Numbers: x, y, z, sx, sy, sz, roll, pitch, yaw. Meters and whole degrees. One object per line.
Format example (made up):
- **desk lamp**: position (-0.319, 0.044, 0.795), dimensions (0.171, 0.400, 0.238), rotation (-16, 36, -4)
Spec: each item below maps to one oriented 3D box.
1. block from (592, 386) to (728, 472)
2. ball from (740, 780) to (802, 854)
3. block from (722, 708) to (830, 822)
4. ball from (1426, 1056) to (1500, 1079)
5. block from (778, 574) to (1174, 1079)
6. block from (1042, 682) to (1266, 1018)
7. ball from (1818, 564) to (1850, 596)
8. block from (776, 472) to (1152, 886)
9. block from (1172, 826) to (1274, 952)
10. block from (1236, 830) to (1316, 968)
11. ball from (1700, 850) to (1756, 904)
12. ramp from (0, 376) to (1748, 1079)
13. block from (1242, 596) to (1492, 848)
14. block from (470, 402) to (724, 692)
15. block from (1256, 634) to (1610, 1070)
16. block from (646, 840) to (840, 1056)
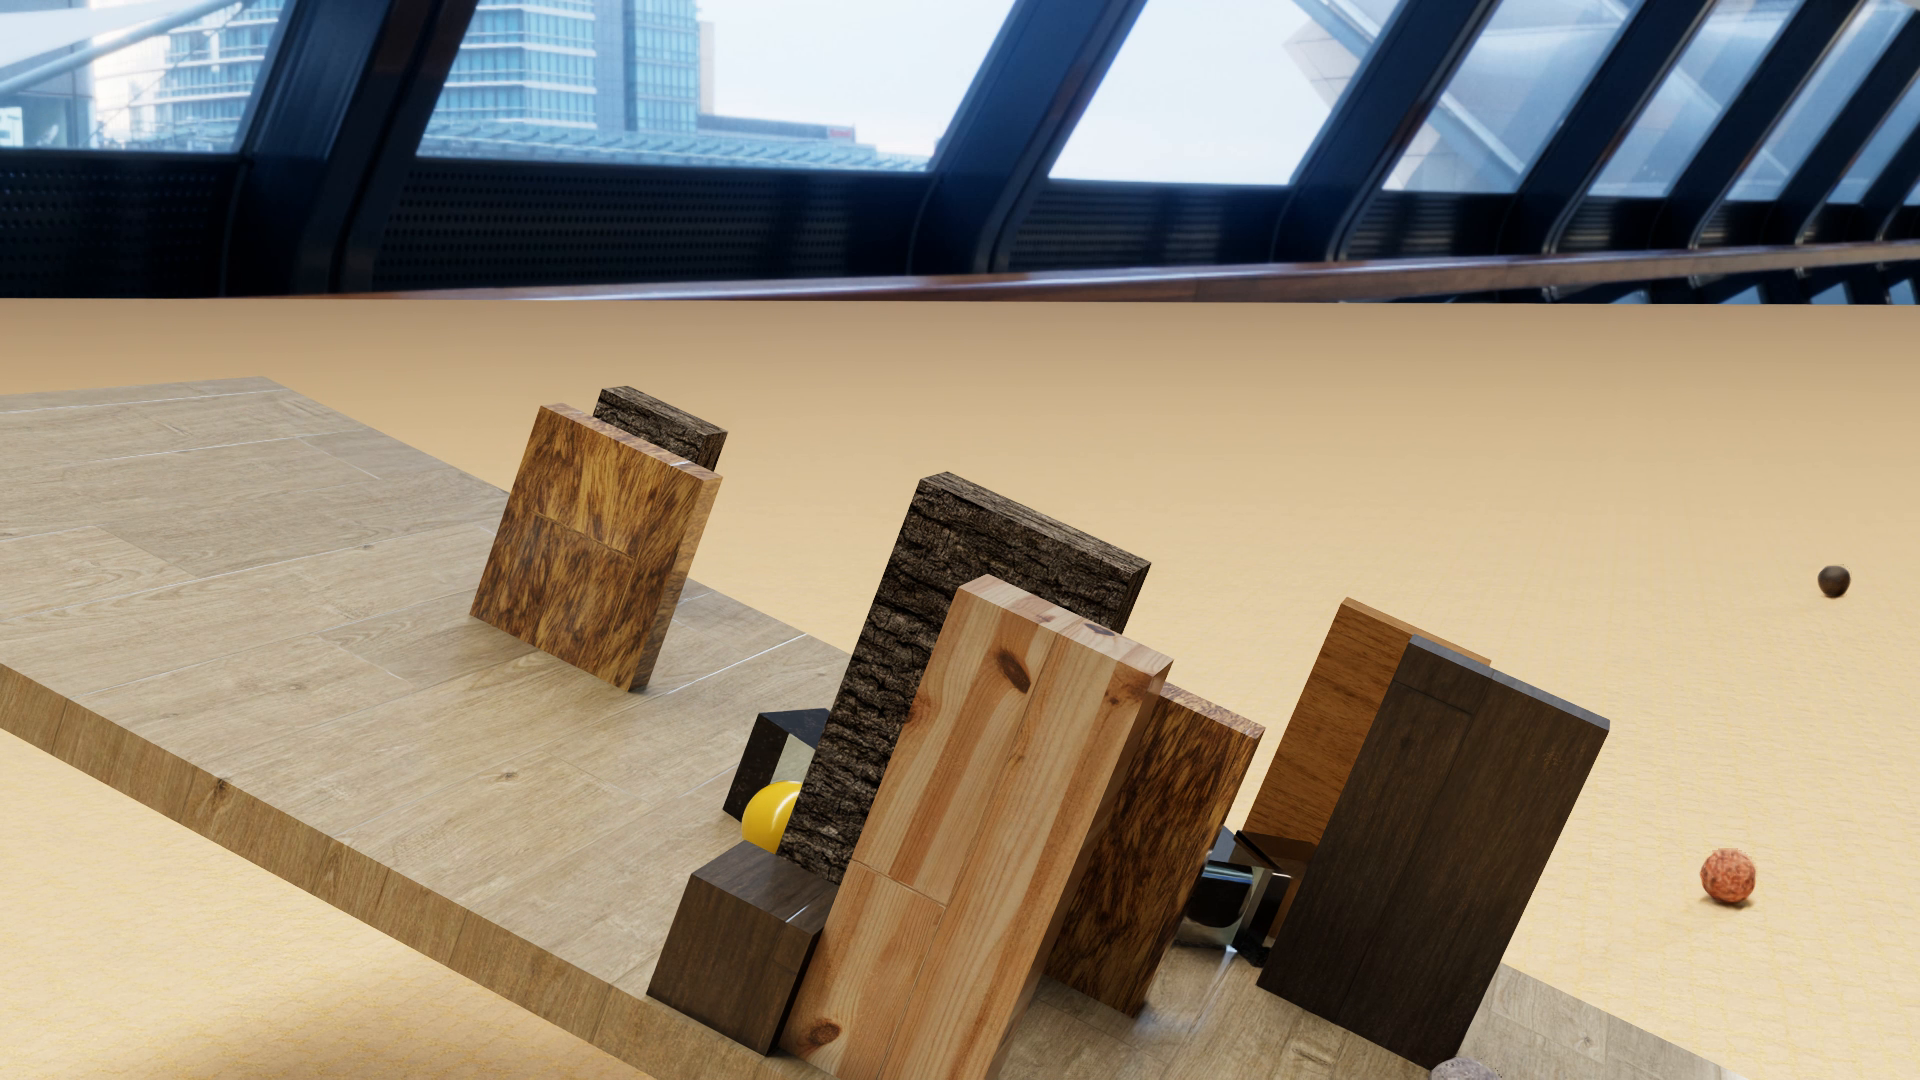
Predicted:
- **block**: position (-0.742, -0.108, 5.043), dimensions (0.270, 0.412, 0.134), rotation (24, 13, 13)
- **ball**: position (-0.298, 0.499, 3.815), dimensions (0.164, 0.164, 0.164), rotation (0, 7, 0)
- **block**: position (-0.269, 0.444, 4.014), dimensions (0.197, 0.197, 0.197), rotation (29, 15, 31)
- **ball**: position (0.877, 0.971, 3.827), dimensions (0.139, 0.139, 0.139), rotation (0, 7, 0)
- **block**: position (0.019, 0.456, 3.181), dimensions (0.299, 0.746, 0.146), rotation (24, 13, 13)
- **block**: position (0.248, 0.499, 3.834), dimensions (0.376, 0.544, 0.105), rotation (24, 13, 13)
- **ball**: position (5.050, 0.234, 12.704), dimensions (0.181, 0.181, 0.181), rotation (0, 7, 0)
- **block**: position (-0.018, 0.327, 3.565), dimensions (0.368, 0.786, 0.143), rotation (24, 13, 13)
- **block**: position (0.458, 0.669, 4.296), dimensions (0.184, 0.184, 0.184), rotation (13, 15, -32)
- **block**: position (0.638, 0.719, 4.356), dimensions (0.195, 0.195, 0.195), rotation (13, 15, -32)
- **ball**: position (2.267, 0.992, 6.486), dimensions (0.157, 0.157, 0.157), rotation (0, 7, 0)
- **ramp**: position (-0.309, 0.548, 4.196), dimensions (4.000, 0.100, 2.000), rotation (24, 13, 13)
- **block**: position (0.795, 0.489, 4.477), dimensions (0.314, 0.672, 0.097), rotation (24, 13, 13)
- **block**: position (-0.737, 0.012, 4.437), dimensions (0.379, 0.462, 0.096), rotation (24, 13, 13)
- **block**: position (0.873, 0.585, 4.087), dimensions (0.383, 0.723, 0.103), rotation (24, 13, 13)
- **block**: position (-0.306, 0.604, 3.280), dimensions (0.202, 0.202, 0.202), rotation (24, 13, 13)
